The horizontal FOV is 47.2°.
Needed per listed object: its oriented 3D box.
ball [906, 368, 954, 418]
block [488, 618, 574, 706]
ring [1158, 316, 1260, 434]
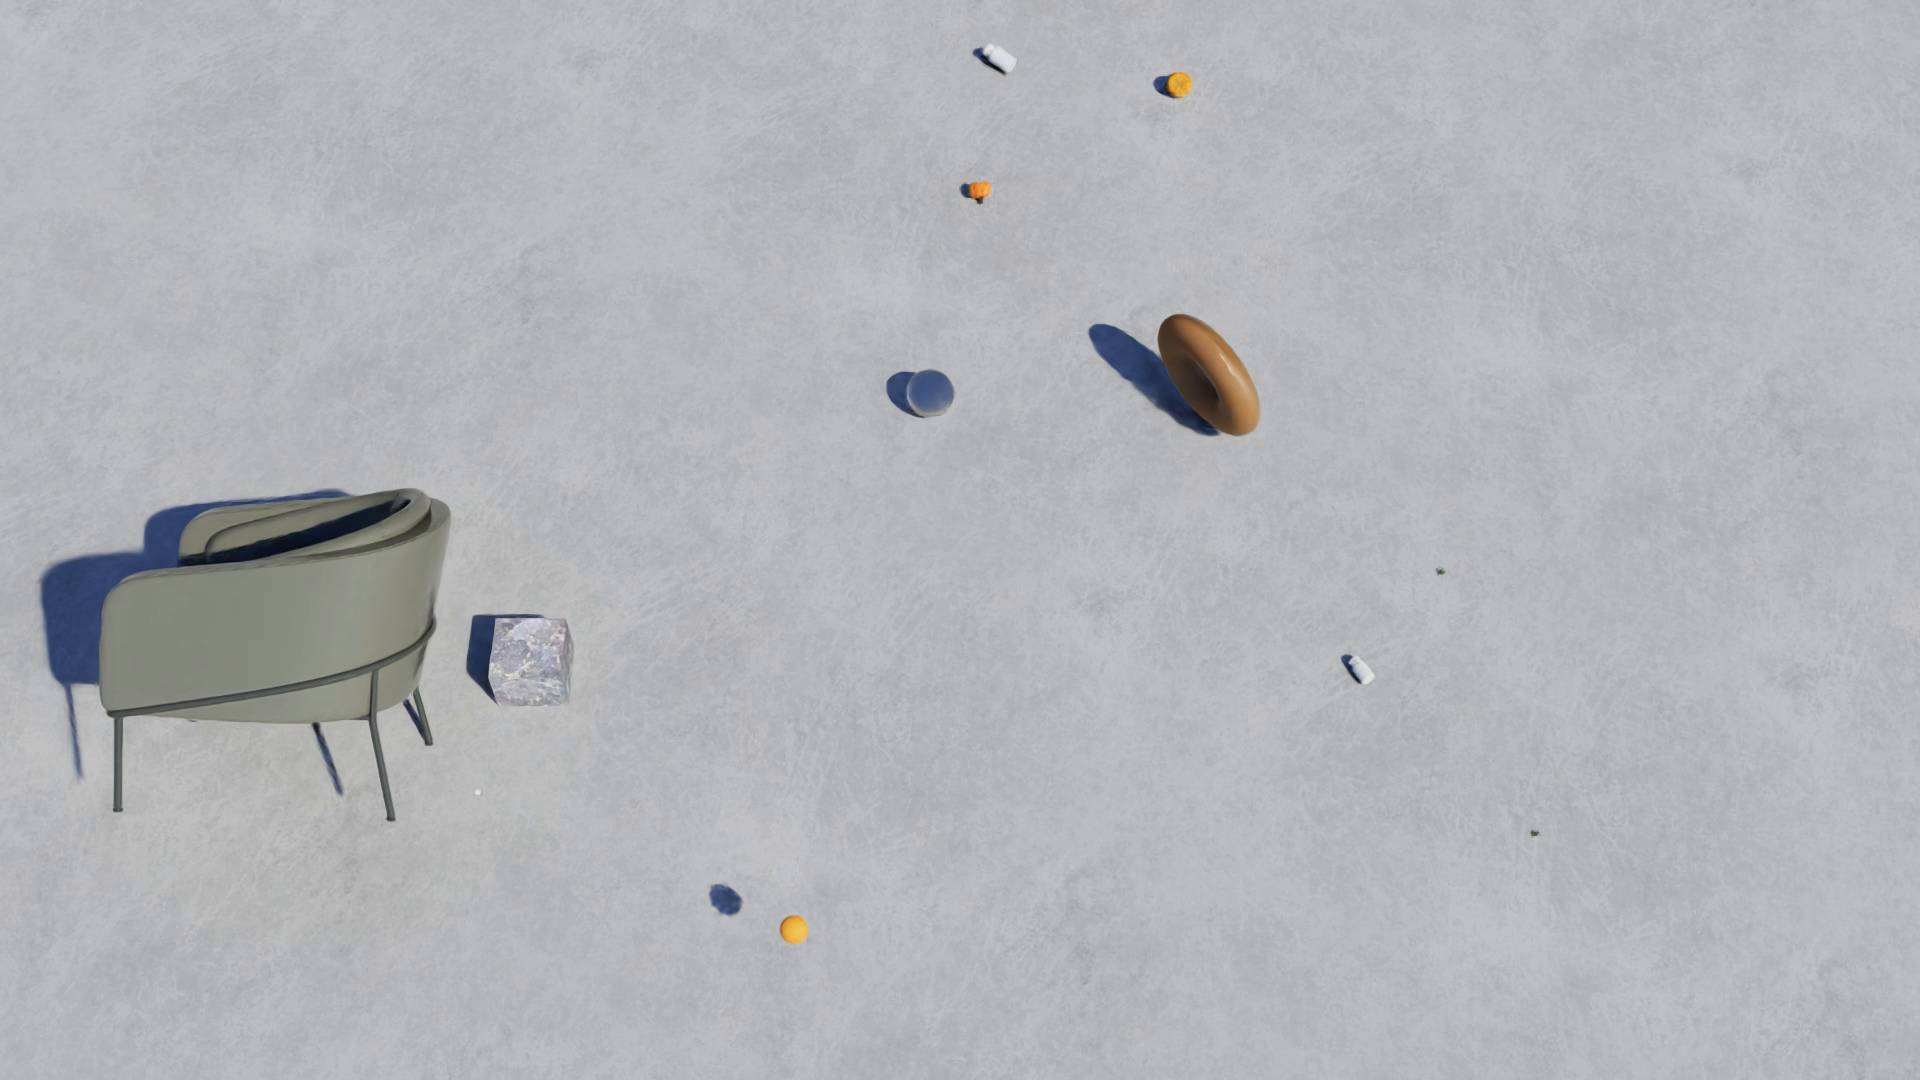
[{"bbox_3d":[-0.092,-0.454,6.788,0.150,0.150,0.150,0,56,0],"label":"ball"},{"bbox_3d":[-1.214,0.347,6.243,0.200,0.162,0.193,0,56,0],"label":"block"},{"bbox_3d":[0.753,-0.500,6.660,0.105,0.373,0.441,-34,67,-15],"label":"ring"}]
